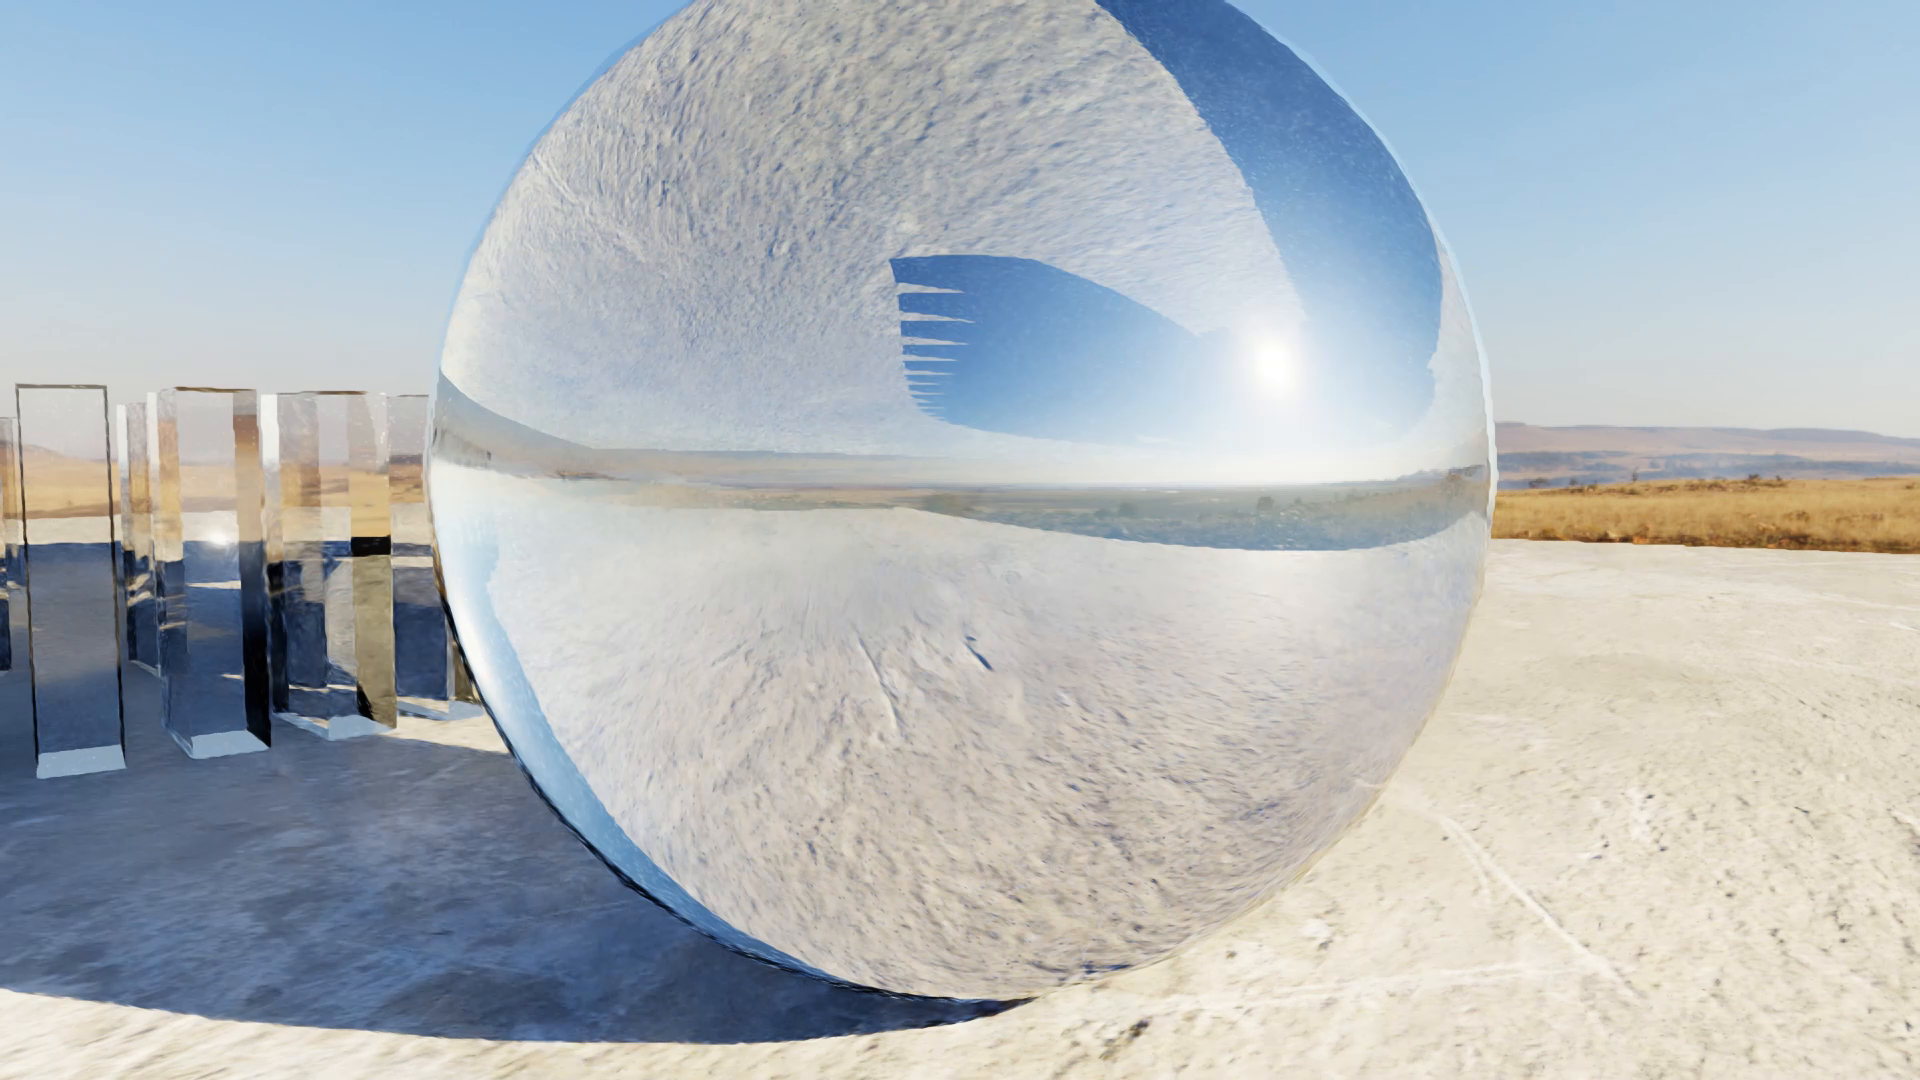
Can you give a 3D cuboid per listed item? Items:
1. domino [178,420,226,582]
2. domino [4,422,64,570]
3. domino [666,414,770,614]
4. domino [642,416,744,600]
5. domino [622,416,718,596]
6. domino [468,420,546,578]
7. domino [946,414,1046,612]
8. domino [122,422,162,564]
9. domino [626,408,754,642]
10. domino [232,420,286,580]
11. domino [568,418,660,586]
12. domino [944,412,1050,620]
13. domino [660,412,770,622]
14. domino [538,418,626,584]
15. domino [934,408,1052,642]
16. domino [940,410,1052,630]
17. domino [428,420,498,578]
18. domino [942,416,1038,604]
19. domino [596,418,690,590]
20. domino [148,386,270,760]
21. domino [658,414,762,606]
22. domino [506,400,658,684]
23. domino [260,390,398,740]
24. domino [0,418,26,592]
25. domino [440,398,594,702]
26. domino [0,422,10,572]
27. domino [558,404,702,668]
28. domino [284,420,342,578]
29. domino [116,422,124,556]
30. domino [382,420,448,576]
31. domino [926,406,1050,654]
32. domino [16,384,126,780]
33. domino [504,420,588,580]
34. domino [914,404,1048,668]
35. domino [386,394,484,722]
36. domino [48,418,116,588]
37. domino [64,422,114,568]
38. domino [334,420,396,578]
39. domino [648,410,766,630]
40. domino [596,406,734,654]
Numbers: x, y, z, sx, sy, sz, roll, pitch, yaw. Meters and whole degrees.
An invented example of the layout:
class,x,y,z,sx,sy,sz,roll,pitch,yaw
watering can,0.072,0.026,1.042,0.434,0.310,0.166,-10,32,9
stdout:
class,x,y,z,sx,sy,sz,roll,pitch,yaw
domino,-0.241,-0.013,0.409,0.010,0.050,0.025,-2,5,-27
domino,-0.320,-0.016,0.443,0.025,0.050,0.009,4,6,42
domino,-0.062,-0.007,0.328,0.025,0.050,0.009,-1,4,-13
domino,-0.074,-0.009,0.358,0.025,0.050,0.009,-3,5,-32
domino,-0.084,-0.010,0.371,0.025,0.050,0.010,-3,5,-39
domino,-0.147,-0.014,0.418,0.010,0.050,0.025,1,4,17
domino,0.009,-0.007,0.328,0.025,0.050,0.009,0,4,-2
domino,-0.296,-0.017,0.464,0.010,0.050,0.025,-3,5,-34
domino,-0.059,-0.003,0.281,0.025,0.050,0.009,0,4,4
domino,-0.226,-0.014,0.415,0.009,0.050,0.025,-1,5,-18
domino,-0.106,-0.012,0.394,0.009,0.050,0.025,4,6,40
domino,0.009,-0.006,0.312,0.025,0.050,0.009,0,4,1
domino,-0.059,-0.006,0.313,0.025,0.050,0.009,0,4,-6
domino,-0.119,-0.013,0.403,0.010,0.050,0.025,3,5,35
domino,0.007,-0.003,0.280,0.025,0.050,0.009,0,4,4
domino,0.008,-0.005,0.296,0.025,0.050,0.009,0,4,3
domino,-0.163,-0.014,0.421,0.010,0.050,0.025,1,4,7
domino,0.008,-0.008,0.344,0.025,0.050,0.009,0,4,-5
domino,-0.094,-0.011,0.383,0.025,0.050,0.009,-4,6,-44
domino,-0.108,0.004,0.184,0.009,0.050,0.025,-4,6,-39
domino,-0.067,-0.008,0.344,0.025,0.050,0.009,-2,5,-23
domino,-0.069,0.000,0.234,0.025,0.050,0.009,2,5,21
domino,-0.096,0.003,0.194,0.009,0.050,0.025,-4,6,-45
domino,-0.276,-0.011,0.376,0.025,0.050,0.010,3,5,35
domino,-0.076,0.001,0.219,0.025,0.050,0.010,3,5,30
domino,-0.330,-0.015,0.430,0.025,0.050,0.010,3,5,37
domino,-0.064,-0.001,0.249,0.025,0.050,0.009,1,4,15
domino,-0.211,-0.014,0.419,0.009,0.050,0.025,-1,4,-12
domino,-0.255,-0.012,0.400,0.009,0.050,0.025,-3,6,-39
domino,-0.179,-0.014,0.422,0.009,0.050,0.025,0,4,0
domino,0.006,-0.002,0.264,0.025,0.050,0.010,0,4,5
domino,-0.121,0.004,0.174,0.009,0.050,0.025,-3,5,-35
domino,-0.132,-0.013,0.412,0.010,0.050,0.025,2,5,28
domino,0.004,-0.001,0.249,0.025,0.050,0.010,0,4,6
domino,-0.085,0.002,0.206,0.025,0.050,0.009,3,6,39
domino,-0.266,-0.012,0.389,0.025,0.050,0.009,4,6,42
domino,-0.308,-0.017,0.454,0.009,0.050,0.025,-4,6,-41
domino,-0.195,-0.014,0.421,0.009,0.050,0.025,0,4,-6
domino,-0.058,-0.005,0.297,0.025,0.050,0.009,0,4,-1
domino,-0.061,-0.002,0.265,0.025,0.050,0.009,1,4,9
